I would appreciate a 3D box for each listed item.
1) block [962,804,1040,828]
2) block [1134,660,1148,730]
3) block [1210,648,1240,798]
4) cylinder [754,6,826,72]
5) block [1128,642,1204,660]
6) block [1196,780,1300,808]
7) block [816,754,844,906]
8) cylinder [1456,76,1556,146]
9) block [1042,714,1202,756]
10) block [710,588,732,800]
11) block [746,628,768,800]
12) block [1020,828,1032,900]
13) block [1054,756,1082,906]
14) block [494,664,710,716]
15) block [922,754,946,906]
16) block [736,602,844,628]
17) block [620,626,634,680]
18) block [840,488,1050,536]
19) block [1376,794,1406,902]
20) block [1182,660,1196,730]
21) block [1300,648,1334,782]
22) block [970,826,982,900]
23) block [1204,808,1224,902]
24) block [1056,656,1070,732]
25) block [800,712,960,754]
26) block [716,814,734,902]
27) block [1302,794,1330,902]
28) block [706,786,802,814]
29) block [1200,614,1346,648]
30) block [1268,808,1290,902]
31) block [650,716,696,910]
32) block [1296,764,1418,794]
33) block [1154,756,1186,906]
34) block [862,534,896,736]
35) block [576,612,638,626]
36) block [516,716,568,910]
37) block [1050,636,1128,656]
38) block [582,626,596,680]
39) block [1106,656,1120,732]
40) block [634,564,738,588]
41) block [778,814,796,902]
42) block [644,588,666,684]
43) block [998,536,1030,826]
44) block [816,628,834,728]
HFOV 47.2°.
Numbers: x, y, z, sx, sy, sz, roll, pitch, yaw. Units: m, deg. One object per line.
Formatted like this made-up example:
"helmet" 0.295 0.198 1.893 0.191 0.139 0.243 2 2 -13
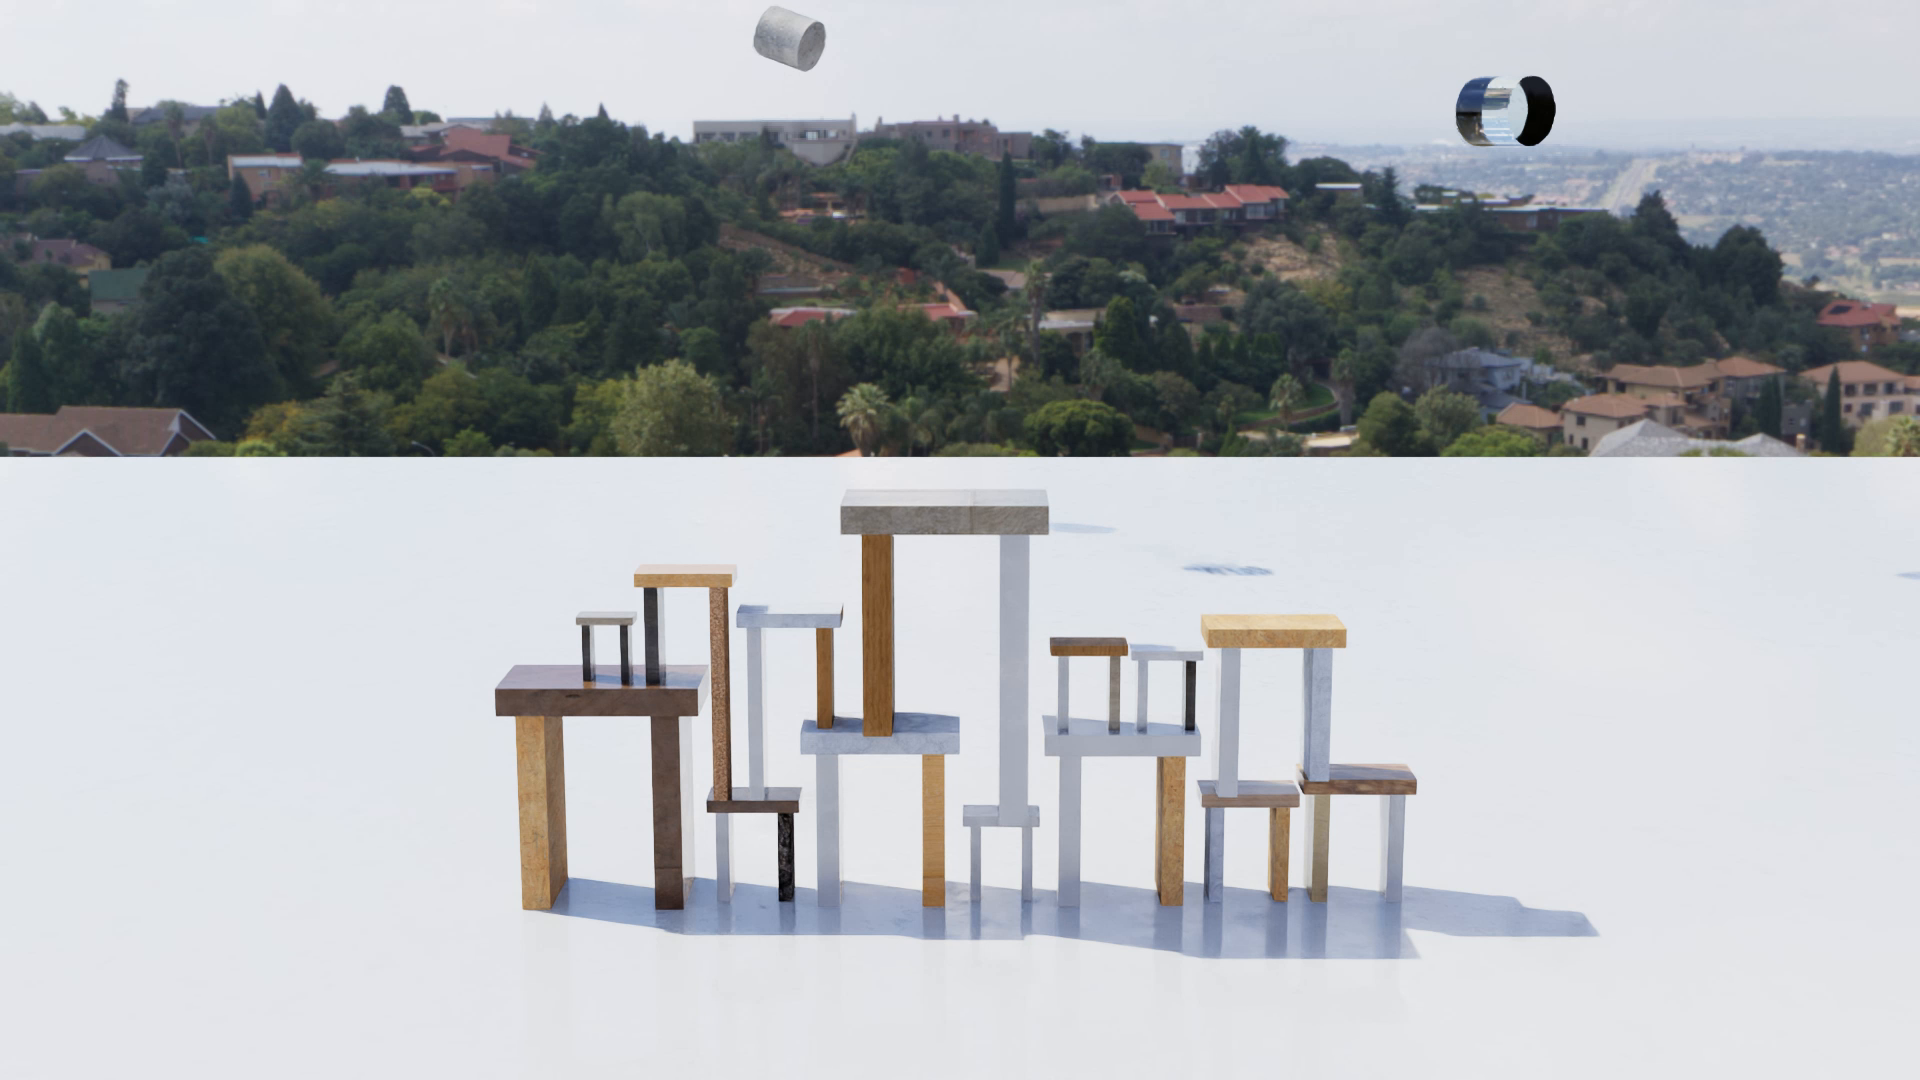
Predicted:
"block" 0.068 0.457 3.642 0.127 0.018 0.063 0 11 1
"block" 0.297 0.248 3.602 0.017 0.117 0.059 0 11 0
"block" 0.436 0.287 3.613 0.031 0.249 0.111 0 11 0
"cylinder" -0.508 -1.498 6.570 0.154 0.154 0.154 24 19 20
"block" 0.336 0.183 3.590 0.117 0.017 0.059 0 11 0
"block" 0.476 0.420 3.639 0.161 0.023 0.081 0 11 0
"block" -0.215 0.463 3.647 0.037 0.258 0.129 0 11 0
"cylinder" 1.404 -1.104 5.662 0.177 0.177 0.177 -7 13 -34
"block" 0.264 0.322 3.624 0.254 0.036 0.127 0 11 0
"block" -0.392 0.244 3.603 0.022 0.357 0.079 0 11 0
"block" -0.333 0.276 3.613 0.024 0.290 0.084 0 11 0
"block" 0.111 0.528 3.657 0.018 0.127 0.063 0 11 0
"block" 0.179 0.464 3.650 0.036 0.254 0.127 0 11 0
"block" -0.583 0.246 3.610 0.326 0.046 0.163 0 11 0
"block" -0.043 0.463 3.647 0.037 0.258 0.129 0 11 0
"block" -0.276 0.122 3.585 0.168 0.024 0.084 0 11 0
"block" -0.544 0.179 3.589 0.013 0.093 0.046 0 11 0
"block" -0.023 -0.046 3.547 0.329 0.047 0.165 0 11 1
"block" 0.715 0.499 3.656 0.026 0.185 0.092 0 11 0
"block" 0.375 0.248 3.602 0.017 0.117 0.059 0 11 0
"block" 0.584 0.273 3.611 0.031 0.222 0.111 0 11 0
"block" 0.026 0.528 3.657 0.018 0.127 0.063 0 11 0
"block" 0.422 0.510 3.657 0.023 0.161 0.081 0 11 0
"block" 0.168 0.244 3.602 0.018 0.125 0.063 0 11 0
"block" -0.129 0.318 3.620 0.258 0.037 0.129 0 11 0
"block" -0.390 0.515 3.655 0.022 0.152 0.076 0 11 0
"block" 0.592 0.499 3.656 0.026 0.185 0.092 0 11 0
"block" -0.339 0.430 3.639 0.152 0.022 0.076 0 11 0
"block" 0.510 0.149 3.588 0.222 0.031 0.111 0 11 0
"block" 0.530 0.510 3.657 0.023 0.161 0.081 0 11 0
"block" -0.475 0.429 3.643 0.046 0.326 0.163 0 11 0
"block" 0.654 0.395 3.636 0.185 0.026 0.092 0 11 0
"block" 0.348 0.464 3.650 0.036 0.254 0.127 0 11 0
"block" -0.132 0.139 3.582 0.047 0.329 0.165 0 11 0
"block" -0.575 0.127 3.579 0.093 0.013 0.046 0 11 0
"block" -0.692 0.429 3.643 0.046 0.326 0.163 0 11 0
"block" 0.210 0.174 3.589 0.125 0.018 0.063 0 11 0
"block" -0.606 0.179 3.589 0.013 0.093 0.046 0 11 0
"block" 0.251 0.244 3.602 0.018 0.125 0.063 0 11 0
"block" -0.445 0.058 3.568 0.158 0.022 0.079 0 11 0
"block" -0.289 0.515 3.655 0.022 0.152 0.076 0 11 0
"block" -0.498 0.147 3.585 0.022 0.158 0.079 0 11 0
"block" 0.087 0.213 3.593 0.047 0.479 0.165 0 11 0
"block" -0.220 0.217 3.602 0.024 0.168 0.084 0 11 0
